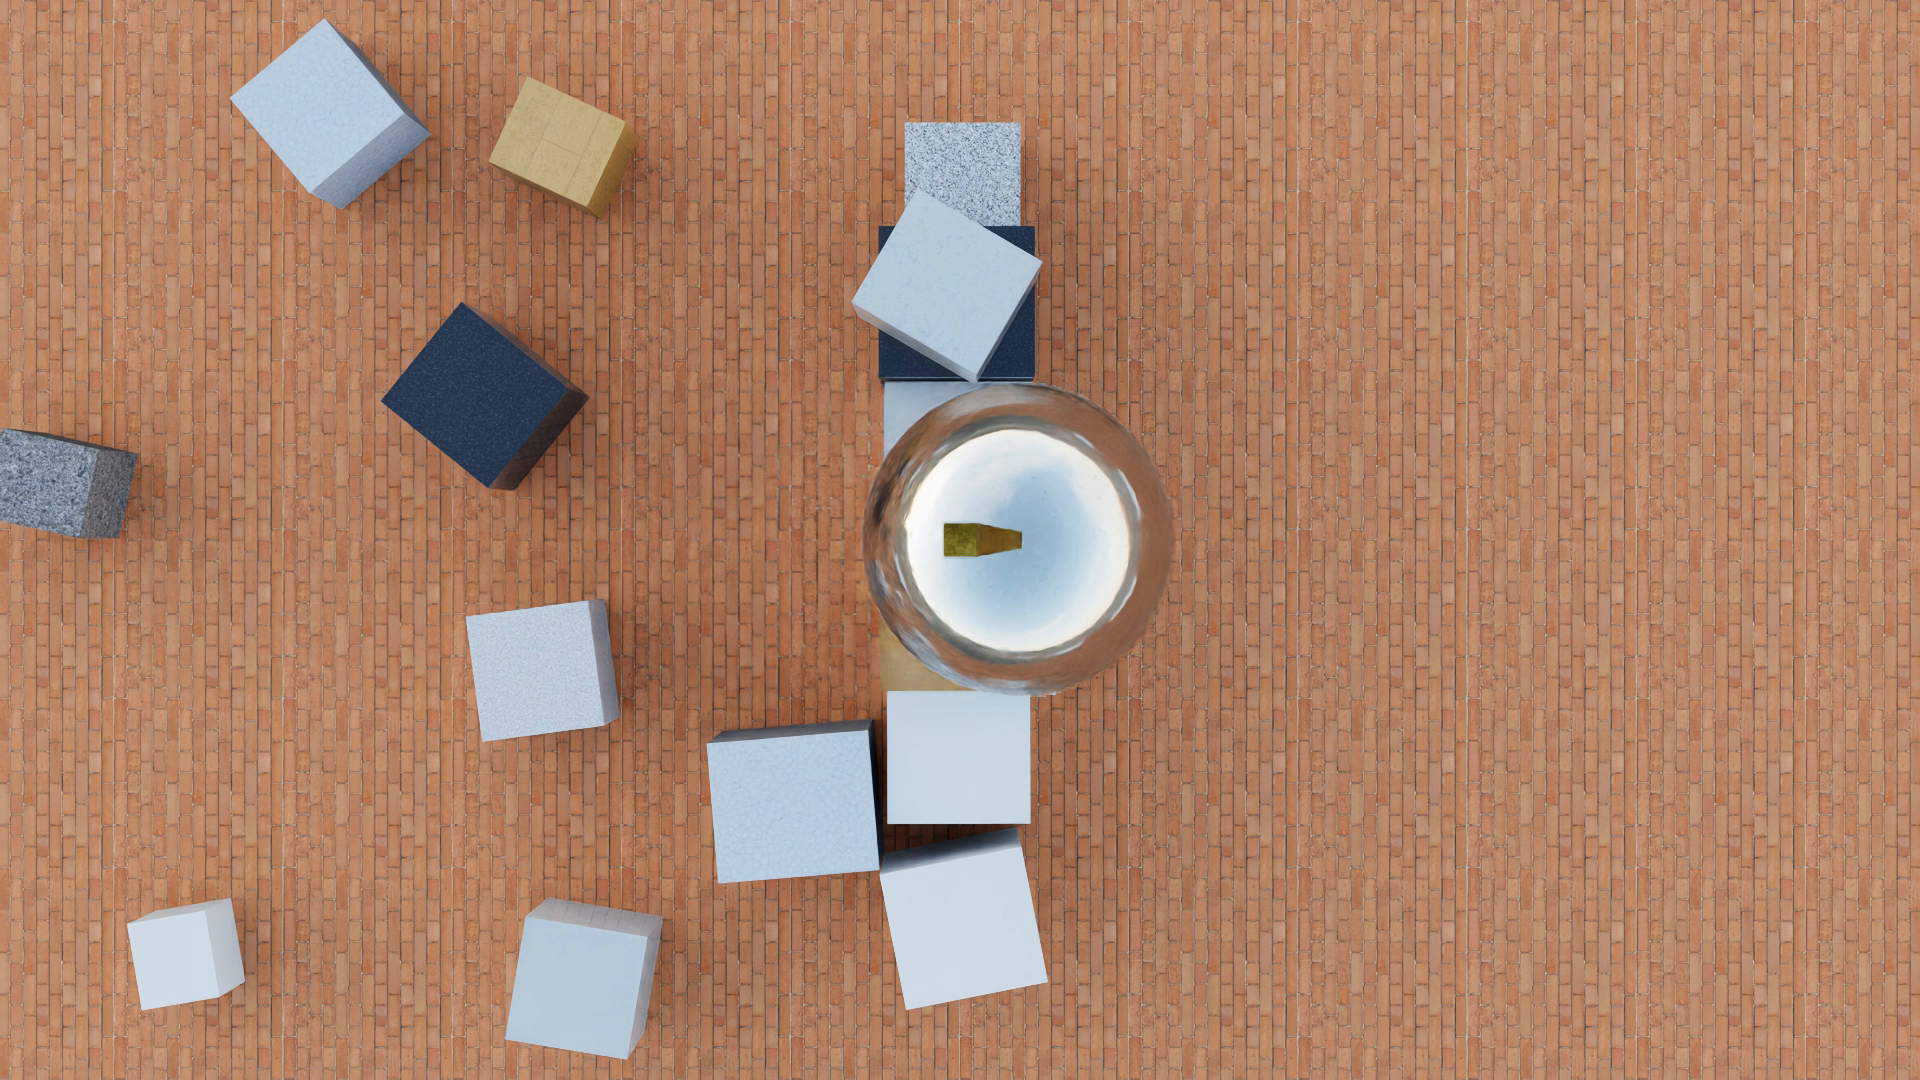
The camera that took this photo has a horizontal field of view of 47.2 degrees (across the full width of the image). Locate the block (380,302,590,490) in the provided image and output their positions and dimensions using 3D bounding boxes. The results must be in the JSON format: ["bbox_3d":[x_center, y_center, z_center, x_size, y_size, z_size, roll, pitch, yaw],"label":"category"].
[{"bbox_3d":[-2.711,-0.810,12.639,0.771,0.722,0.716,39,90,0],"label":"block"}]

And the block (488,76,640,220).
[{"bbox_3d":[-2.284,-2.260,12.737,0.616,0.525,0.532,25,90,0],"label":"block"}]

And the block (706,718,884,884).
[{"bbox_3d":[-0.925,1.479,12.595,0.895,0.810,0.778,-5,90,0],"label":"block"}]

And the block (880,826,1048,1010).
[{"bbox_3d":[0.021,2.145,12.574,0.798,0.853,0.761,-11,90,0],"label":"block"}]

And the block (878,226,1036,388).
[{"bbox_3d":[-0.018,-1.311,12.545,0.861,0.910,0.832,0,90,0],"label":"block"}]

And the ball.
[{"bbox_3d":[0.294,0.000,11.240,1.600,1.600,1.600,0,90,0],"label":"ball"}]

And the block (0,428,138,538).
[{"bbox_3d":[-5.189,-0.322,12.703,0.560,0.593,0.513,13,90,0],"label":"block"}]

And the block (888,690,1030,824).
[{"bbox_3d":[-0.007,1.210,12.626,0.795,0.749,0.741,0,90,0],"label":"block"}]

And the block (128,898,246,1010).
[{"bbox_3d":[-4.490,2.400,12.776,0.450,0.449,0.501,-10,90,0],"label":"block"}]

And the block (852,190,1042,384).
[{"bbox_3d":[-0.067,-1.332,11.715,0.746,0.750,0.676,30,90,0],"label":"block"}]

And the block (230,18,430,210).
[{"bbox_3d":[-3.614,-2.441,12.679,0.697,0.642,0.697,-40,90,0],"label":"block"}]

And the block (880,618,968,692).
[{"bbox_3d":[-0.033,0.373,12.571,0.821,0.858,0.917,-1,90,0],"label":"block"}]

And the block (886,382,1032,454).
[{"bbox_3d":[-0.006,-0.491,12.641,0.825,0.718,0.787,0,90,0],"label":"block"}]

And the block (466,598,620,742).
[{"bbox_3d":[-2.399,0.740,12.707,0.695,0.586,0.711,-8,90,0],"label":"block"}]

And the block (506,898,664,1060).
[{"bbox_3d":[-2.151,2.513,12.666,0.693,0.668,0.698,9,90,0],"label":"block"}]

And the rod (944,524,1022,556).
[{"bbox_3d":[0.127,0.000,7.844,0.080,5.200,0.080,0,90,3],"label":"rod"}]

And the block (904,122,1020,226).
[{"bbox_3d":[0.014,-2.044,12.694,0.651,0.612,0.616,0,90,0],"label":"block"}]
